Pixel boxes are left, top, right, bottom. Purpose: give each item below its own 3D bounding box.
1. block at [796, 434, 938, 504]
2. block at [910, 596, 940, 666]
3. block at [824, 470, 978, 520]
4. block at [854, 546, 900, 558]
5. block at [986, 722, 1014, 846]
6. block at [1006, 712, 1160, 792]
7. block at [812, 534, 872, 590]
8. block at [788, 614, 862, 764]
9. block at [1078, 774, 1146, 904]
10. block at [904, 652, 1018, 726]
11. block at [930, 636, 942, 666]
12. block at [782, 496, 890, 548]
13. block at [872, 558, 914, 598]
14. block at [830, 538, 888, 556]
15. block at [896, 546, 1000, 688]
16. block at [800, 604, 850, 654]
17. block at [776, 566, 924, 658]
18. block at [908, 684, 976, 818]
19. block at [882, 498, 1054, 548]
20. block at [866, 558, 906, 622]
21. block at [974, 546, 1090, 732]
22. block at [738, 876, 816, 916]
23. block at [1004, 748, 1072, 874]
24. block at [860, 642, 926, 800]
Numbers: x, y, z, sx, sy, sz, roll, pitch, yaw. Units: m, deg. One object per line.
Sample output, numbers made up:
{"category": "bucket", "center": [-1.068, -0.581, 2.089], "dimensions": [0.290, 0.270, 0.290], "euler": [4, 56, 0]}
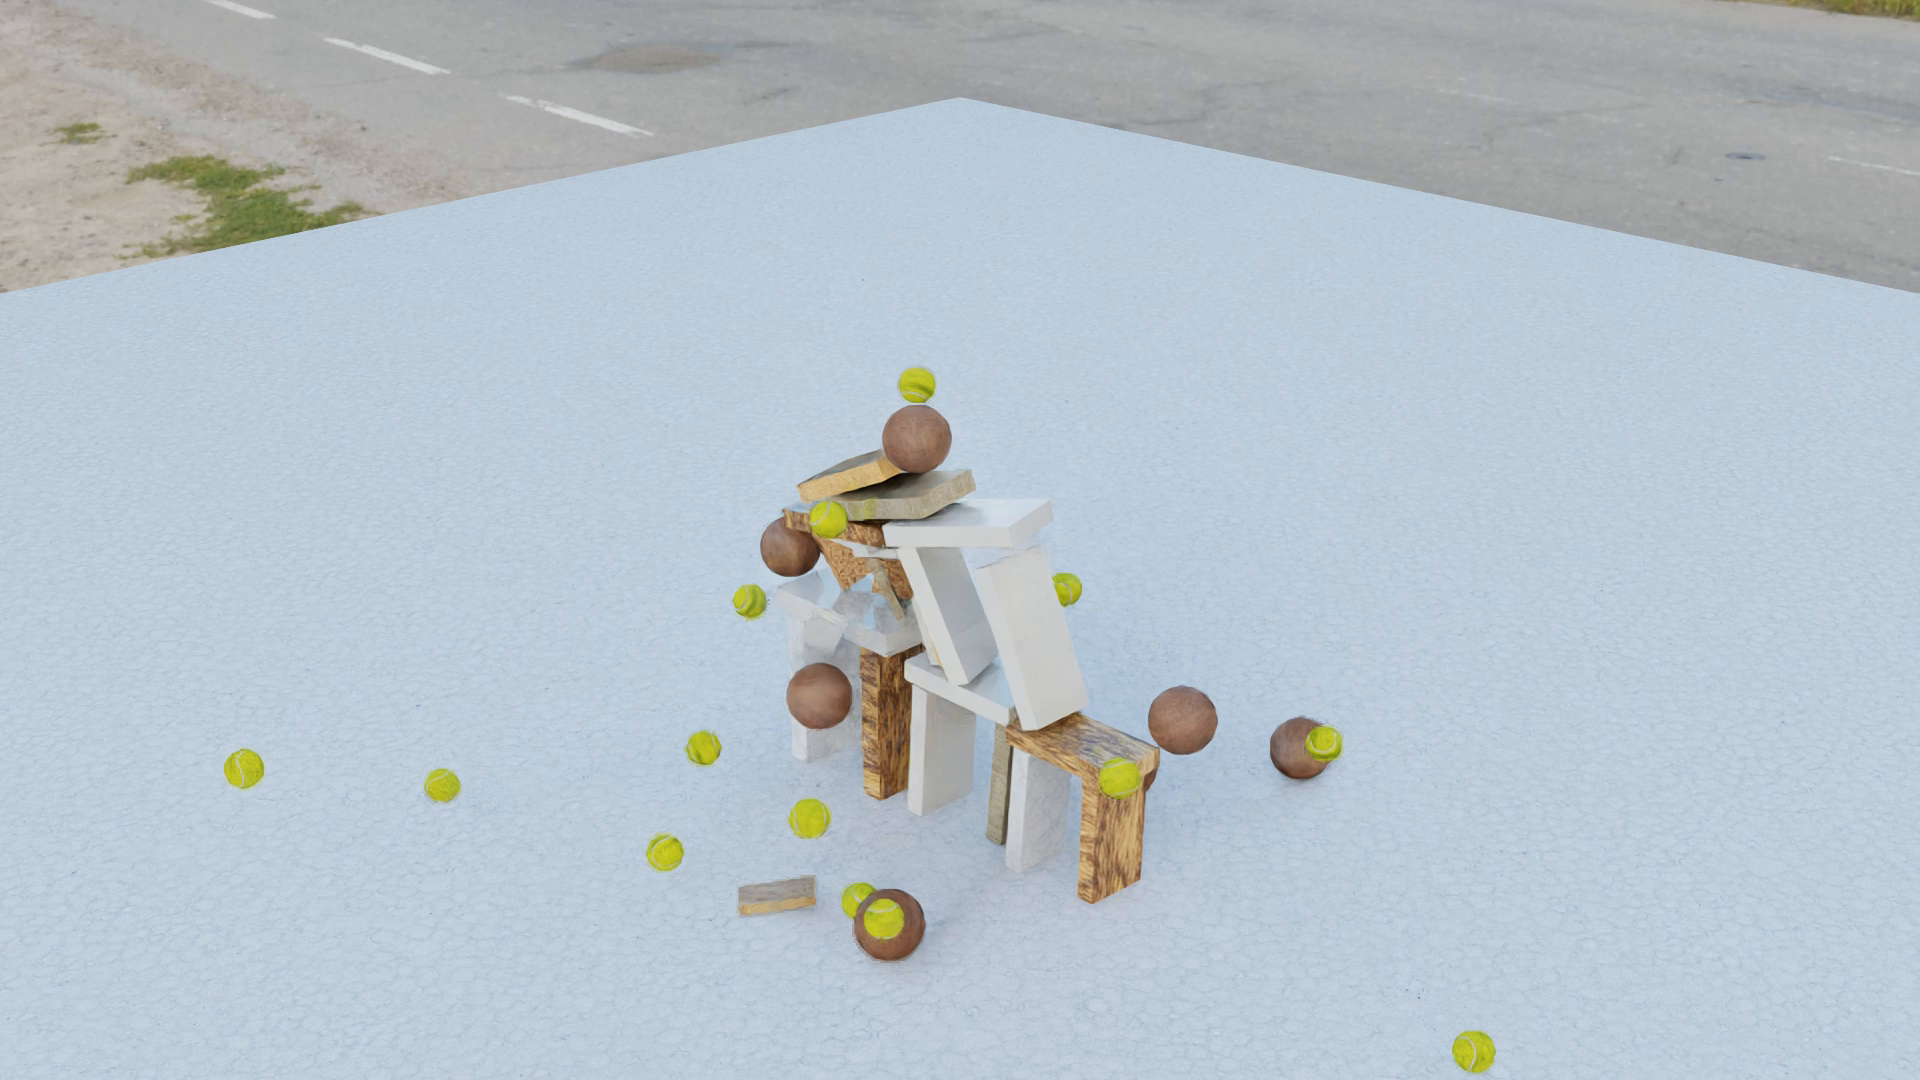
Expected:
{"category": "block", "center": [-0.186, -0.140, 4.353], "dimensions": [0.145, 0.041, 0.290], "euler": [-29, 10, -36]}
{"category": "block", "center": [-0.051, 0.168, 4.328], "dimensions": [0.020, 0.142, 0.071], "euler": [-9, 14, 33]}
{"category": "block", "center": [-0.118, -0.086, 4.258], "dimensions": [0.145, 0.041, 0.290], "euler": [-29, 18, -37]}
{"category": "block", "center": [-0.133, 0.012, 4.337], "dimensions": [0.142, 0.020, 0.071], "euler": [2, 25, 33]}
{"category": "block", "center": [0.126, 0.447, 4.331], "dimensions": [0.041, 0.290, 0.145], "euler": [27, 35, 36]}
{"category": "block", "center": [0.229, 0.385, 4.120], "dimensions": [0.266, 0.038, 0.133], "euler": [21, 31, 39]}
{"category": "block", "center": [-0.243, 0.018, 4.520], "dimensions": [0.075, 0.150, 0.021], "euler": [-36, 21, -23]}
{"category": "block", "center": [-0.280, 0.288, 4.650], "dimensions": [0.168, 0.337, 0.048], "euler": [-21, 31, -41]}
{"category": "block", "center": [0.287, 0.542, 4.140], "dimensions": [0.133, 0.266, 0.038], "euler": [-19, 31, -38]}
{"category": "block", "center": [0.042, 0.277, 4.304], "dimensions": [0.145, 0.041, 0.290], "euler": [-21, 31, -40]}
{"category": "block", "center": [-0.044, 0.143, 4.303], "dimensions": [0.020, 0.196, 0.071], "euler": [-10, 16, 31]}
{"category": "block", "center": [-0.206, -0.052, 4.393], "dimensions": [0.145, 0.041, 0.290], "euler": [-28, 26, -36]}
{"category": "block", "center": [-0.100, 0.081, 4.461], "dimensions": [0.150, 0.075, 0.021], "euler": [9, 15, 11]}
{"category": "block", "center": [-0.191, -0.008, 4.362], "dimensions": [0.075, 0.021, 0.151], "euler": [-23, 23, -27]}
{"category": "block", "center": [-0.020, 0.120, 4.258], "dimensions": [0.041, 0.292, 0.146], "euler": [-14, 14, 32]}
{"category": "block", "center": [-0.268, 0.177, 4.340], "dimensions": [0.072, 0.143, 0.020], "euler": [23, 62, -3]}
{"category": "block", "center": [-0.203, 0.142, 4.504], "dimensions": [0.168, 0.048, 0.337], "euler": [-21, 31, -40]}
{"category": "block", "center": [-0.034, 0.403, 4.438], "dimensions": [0.145, 0.290, 0.041], "euler": [-21, 35, -41]}
{"category": "block", "center": [0.015, -0.032, 4.142], "dimensions": [0.292, 0.041, 0.146], "euler": [0, 21, 36]}
{"category": "block", "center": [-0.149, 0.089, 4.381], "dimensions": [0.020, 0.143, 0.072], "euler": [-26, 19, 1]}
{"category": "block", "center": [0.137, 0.185, 4.147], "dimensions": [0.146, 0.319, 0.041], "euler": [-22, 7, -41]}
{"category": "block", "center": [-0.343, 0.668, 4.127], "dimensions": [0.143, 0.020, 0.072], "euler": [-8, 22, -1]}
{"category": "block", "center": [0.154, 0.499, 4.241], "dimensions": [0.038, 0.266, 0.133], "euler": [25, 33, 37]}
{"category": "block", "center": [-0.122, 0.350, 4.505], "dimensions": [0.168, 0.337, 0.048], "euler": [-21, 30, -41]}
